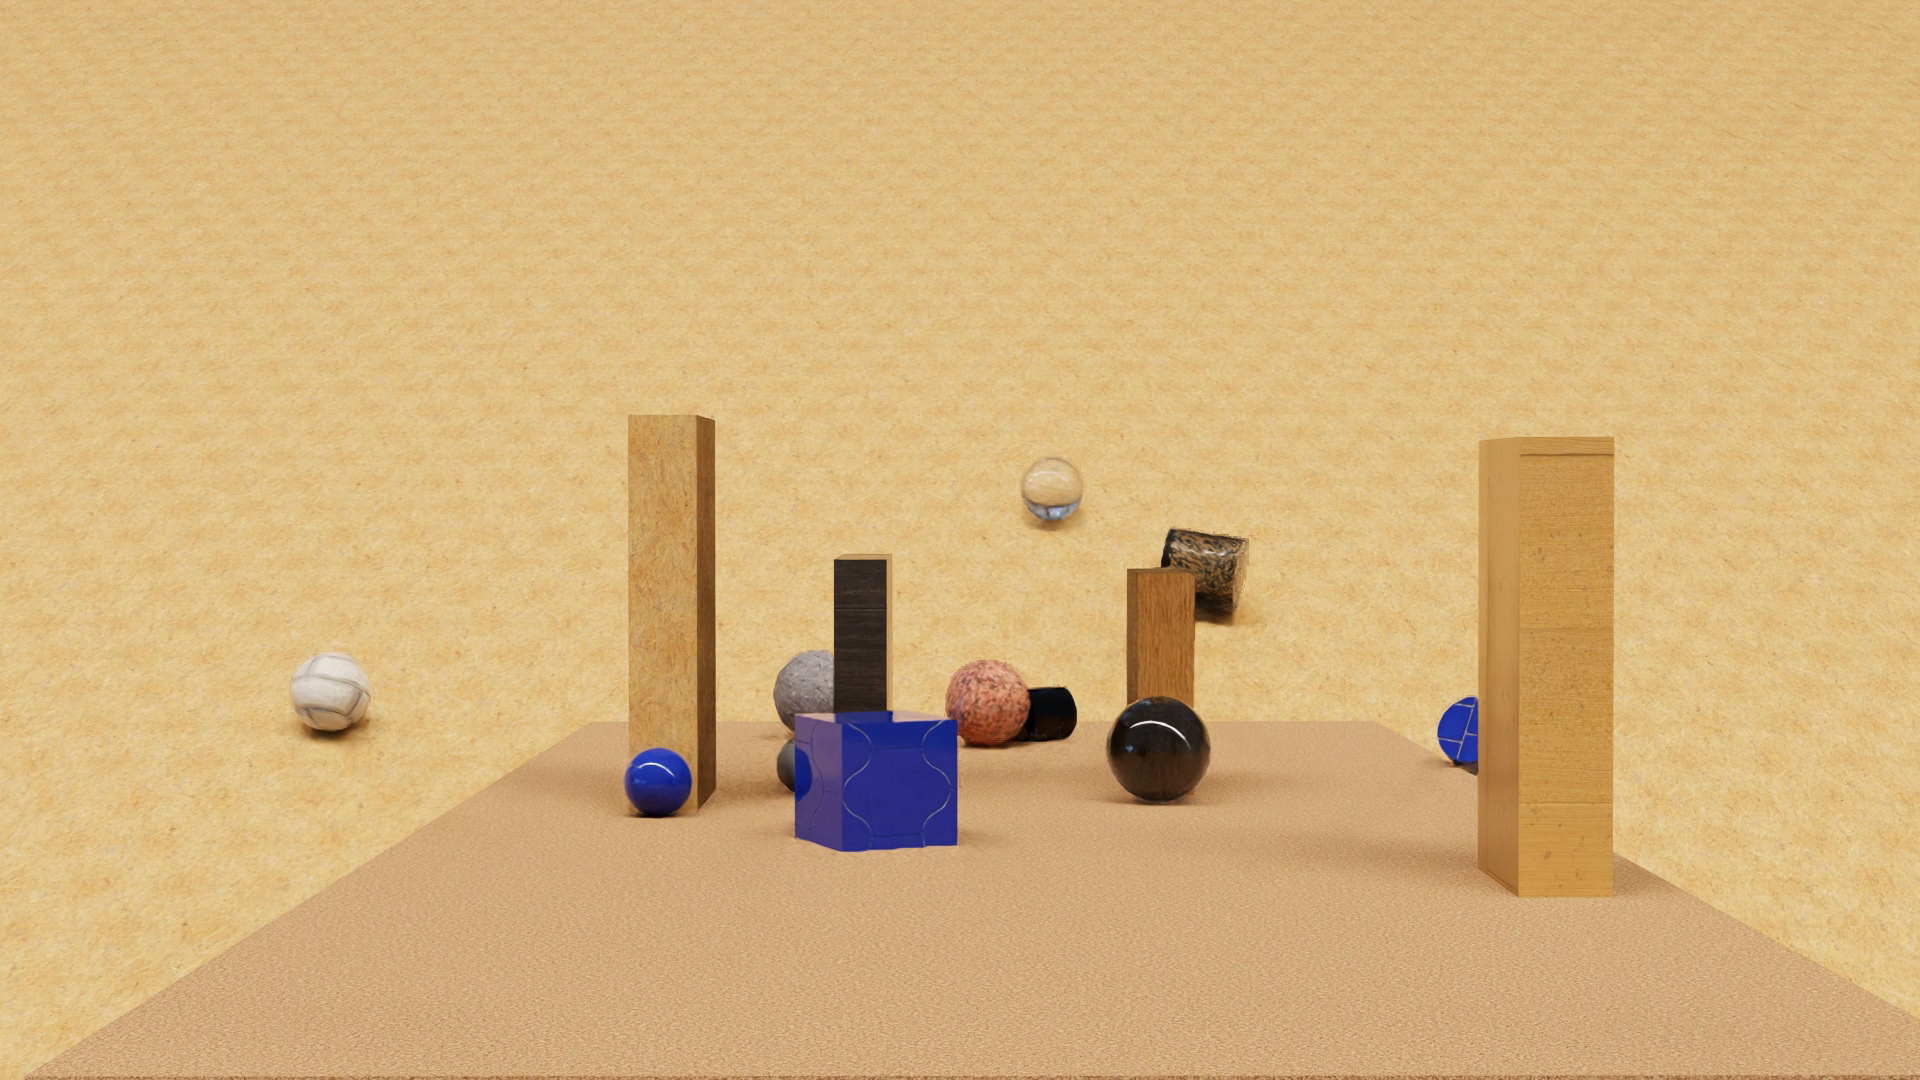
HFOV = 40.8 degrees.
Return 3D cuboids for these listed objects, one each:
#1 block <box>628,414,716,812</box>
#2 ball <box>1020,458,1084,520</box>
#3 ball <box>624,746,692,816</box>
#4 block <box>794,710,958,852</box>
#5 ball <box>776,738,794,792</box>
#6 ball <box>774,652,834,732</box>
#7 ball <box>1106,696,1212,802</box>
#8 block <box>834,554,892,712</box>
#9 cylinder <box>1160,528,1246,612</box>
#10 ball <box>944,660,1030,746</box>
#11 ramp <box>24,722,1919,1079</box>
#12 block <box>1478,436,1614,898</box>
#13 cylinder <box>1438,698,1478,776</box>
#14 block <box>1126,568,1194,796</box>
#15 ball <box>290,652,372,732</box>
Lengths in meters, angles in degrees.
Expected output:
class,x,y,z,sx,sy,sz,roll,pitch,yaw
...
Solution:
class,x,y,z,sx,sy,sz,roll,pitch,yaw
block,-0.543,0.131,4.900,0.125,0.726,0.363,0,1,0
ball,0.278,-0.154,7.786,0.191,0.191,0.191,0,27,0
ball,-0.546,0.436,4.662,0.125,0.125,0.125,0,27,0
block,-0.143,0.401,4.330,0.208,0.208,0.208,-1,1,-26
ball,-0.297,0.435,4.993,0.115,0.115,0.115,0,27,0
ball,-0.339,0.368,6.129,0.207,0.207,0.207,0,27,0
ball,0.375,0.394,4.871,0.200,0.200,0.200,0,27,0
block,-0.189,0.261,5.107,0.101,0.457,0.421,0,1,0
cylinder,0.685,0.086,7.283,0.210,0.210,0.210,9,28,14
ball,0.063,0.376,5.934,0.197,0.197,0.197,0,27,0
ramp,0.061,0.550,4.586,2.000,0.100,4.000,0,1,0
block,0.872,0.181,3.859,0.136,0.664,0.292,0,1,0
cylinder,1.120,0.435,5.531,0.149,0.149,0.149,-17,55,25
block,0.396,0.275,5.128,0.108,0.428,0.318,0,1,0
ball,-1.631,0.394,6.693,0.204,0.204,0.204,0,27,0
